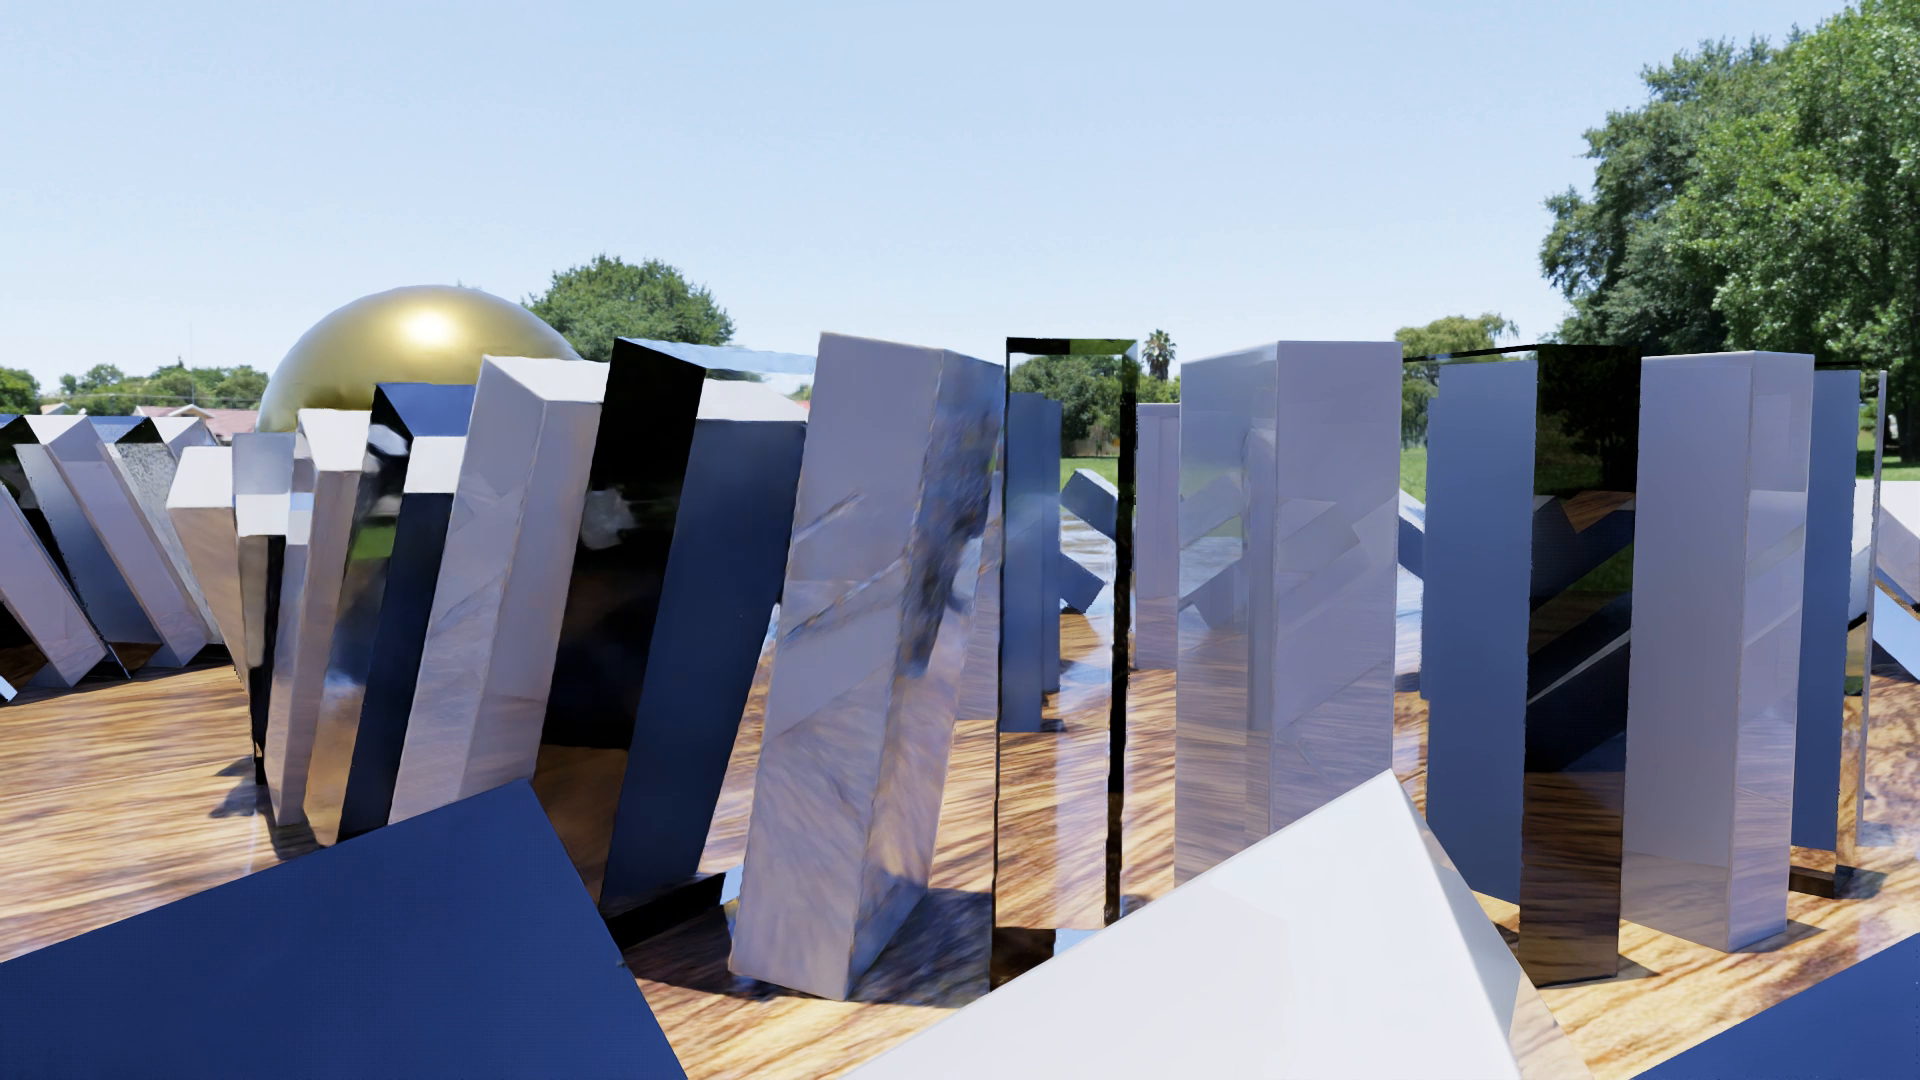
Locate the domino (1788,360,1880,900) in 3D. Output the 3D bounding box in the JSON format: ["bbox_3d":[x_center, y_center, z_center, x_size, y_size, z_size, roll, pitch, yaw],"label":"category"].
[{"bbox_3d":[0.076,0.008,0.130,0.025,0.050,0.010,4,6,44],"label":"domino"}]

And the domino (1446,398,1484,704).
[{"bbox_3d":[0.095,0.001,0.215,0.025,0.050,0.010,-2,5,-22],"label":"domino"}]

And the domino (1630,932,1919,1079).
[{"bbox_3d":[0.007,0.024,0.020,0.050,0.009,0.025,-32,-1,9],"label":"domino"}]

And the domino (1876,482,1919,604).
[{"bbox_3d":[0.184,0.008,0.227,0.025,0.010,0.050,-1,38,-7],"label":"domino"}]

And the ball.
[{"bbox_3d":[-0.124,-0.021,0.307,0.080,0.080,0.080,0,4,0],"label":"ball"}]

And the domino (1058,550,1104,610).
[{"bbox_3d":[0.013,-0.001,0.339,0.050,0.009,0.025,34,2,-4],"label":"domino"}]

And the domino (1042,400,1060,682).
[{"bbox_3d":[0.005,0.000,0.236,0.025,0.050,0.010,4,6,43],"label":"domino"}]

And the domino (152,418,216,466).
[{"bbox_3d":[-0.155,-0.001,0.257,0.025,0.050,0.010,1,36,12],"label":"domino"}]

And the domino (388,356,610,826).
[{"bbox_3d":[-0.035,0.009,0.119,0.010,0.050,0.025,31,22,33],"label":"domino"}]

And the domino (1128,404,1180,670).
[{"bbox_3d":[0.037,-0.001,0.253,0.010,0.050,0.025,0,4,-1],"label":"domino"}]

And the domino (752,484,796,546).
[{"bbox_3d":[-0.038,0.001,0.314,0.050,0.010,0.025,35,-12,-24],"label":"domino"}]

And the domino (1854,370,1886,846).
[{"bbox_3d":[0.088,0.007,0.145,0.025,0.050,0.009,3,5,34],"label":"domino"}]

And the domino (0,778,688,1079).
[{"bbox_3d":[-0.030,0.023,0.023,0.050,0.010,0.025,-34,-9,20],"label":"domino"}]

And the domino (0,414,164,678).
[{"bbox_3d":[-0.165,0.002,0.225,0.025,0.050,0.010,1,36,12],"label":"domino"}]

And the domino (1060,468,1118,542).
[{"bbox_3d":[0.050,-0.001,0.341,0.050,0.010,0.025,35,11,9],"label":"domino"}]

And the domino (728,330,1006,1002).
[{"bbox_3d":[-0.007,0.009,0.108,0.009,0.050,0.025,10,7,12],"label":"domino"}]

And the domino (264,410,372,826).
[{"bbox_3d":[-0.059,0.009,0.140,0.025,0.050,0.009,-3,42,-37],"label":"domino"}]

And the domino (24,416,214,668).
[{"bbox_3d":[-0.162,0.001,0.236,0.025,0.050,0.010,1,36,12],"label":"domino"}]

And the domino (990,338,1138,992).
[{"bbox_3d":[0.008,0.009,0.107,0.010,0.050,0.025,2,4,3],"label":"domino"}]

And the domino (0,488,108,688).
[{"bbox_3d":[-0.169,0.003,0.215,0.025,0.050,0.010,1,36,12],"label":"domino"}]

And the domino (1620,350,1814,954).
[{"bbox_3d":[0.062,0.009,0.118,0.010,0.050,0.025,-3,5,-31],"label":"domino"}]

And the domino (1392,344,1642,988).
[{"bbox_3d":[0.045,0.009,0.111,0.010,0.050,0.025,-1,4,-16],"label":"domino"}]

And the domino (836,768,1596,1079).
[{"bbox_3d":[-0.011,0.023,0.021,0.050,0.010,0.025,-34,-4,13],"label":"domino"}]

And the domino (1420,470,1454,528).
[{"bbox_3d":[0.138,0.002,0.307,0.025,0.010,0.050,-3,39,-38],"label":"domino"}]

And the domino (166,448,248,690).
[{"bbox_3d":[-0.081,0.009,0.167,0.025,0.050,0.010,-1,49,-13],"label":"domino"}]

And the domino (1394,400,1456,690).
[{"bbox_3d":[0.087,0.000,0.231,0.025,0.050,0.009,-3,5,-35],"label":"domino"}]

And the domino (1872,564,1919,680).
[{"bbox_3d":[0.178,0.007,0.245,0.025,0.010,0.050,-1,38,-13],"label":"domino"}]

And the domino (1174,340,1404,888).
[{"bbox_3d":[0.026,0.009,0.108,0.009,0.050,0.025,0,4,-7],"label":"domino"}]

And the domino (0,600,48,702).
[{"bbox_3d":[-0.172,0.004,0.202,0.025,0.050,0.010,1,40,12],"label":"domino"}]

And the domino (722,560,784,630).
[{"bbox_3d":[-0.066,0.003,0.288,0.025,0.010,0.050,4,-29,47],"label":"domino"}]

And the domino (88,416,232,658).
[{"bbox_3d":[-0.158,0.000,0.246,0.025,0.050,0.010,1,36,12],"label":"domino"}]

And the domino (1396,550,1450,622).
[{"bbox_3d":[0.104,0.000,0.326,0.050,0.009,0.025,40,24,25],"label":"domino"}]

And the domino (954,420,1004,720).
[{"bbox_3d":[0.000,0.002,0.201,0.025,0.050,0.010,0,4,0],"label":"domino"}]

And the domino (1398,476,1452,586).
[{"bbox_3d":[0.120,0.001,0.317,0.050,0.010,0.025,42,27,27],"label":"domino"}]

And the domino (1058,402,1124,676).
[{"bbox_3d":[0.020,-0.001,0.247,0.010,0.050,0.025,-2,5,-30],"label":"domino"}]

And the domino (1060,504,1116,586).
[{"bbox_3d":[0.032,-0.001,0.342,0.050,0.010,0.025,35,8,4],"label":"domino"}]

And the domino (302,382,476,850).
[{"bbox_3d":[-0.048,0.009,0.128,0.025,0.050,0.009,-4,37,-43],"label":"domino"}]

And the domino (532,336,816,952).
[{"bbox_3d":[-0.022,0.009,0.112,0.010,0.050,0.025,21,14,28],"label":"domino"}]

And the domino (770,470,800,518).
[{"bbox_3d":[-0.022,0.001,0.323,0.050,0.010,0.025,34,-9,-21],"label":"domino"}]

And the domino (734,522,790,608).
[{"bbox_3d":[-0.052,0.002,0.303,0.050,0.010,0.025,37,-16,-30],"label":"domino"}]

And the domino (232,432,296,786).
[{"bbox_3d":[-0.071,0.009,0.152,0.025,0.050,0.009,-2,46,-27],"label":"domino"}]

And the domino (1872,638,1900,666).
[{"bbox_3d":[0.170,0.005,0.262,0.025,0.009,0.050,-2,38,-20],"label":"domino"}]
